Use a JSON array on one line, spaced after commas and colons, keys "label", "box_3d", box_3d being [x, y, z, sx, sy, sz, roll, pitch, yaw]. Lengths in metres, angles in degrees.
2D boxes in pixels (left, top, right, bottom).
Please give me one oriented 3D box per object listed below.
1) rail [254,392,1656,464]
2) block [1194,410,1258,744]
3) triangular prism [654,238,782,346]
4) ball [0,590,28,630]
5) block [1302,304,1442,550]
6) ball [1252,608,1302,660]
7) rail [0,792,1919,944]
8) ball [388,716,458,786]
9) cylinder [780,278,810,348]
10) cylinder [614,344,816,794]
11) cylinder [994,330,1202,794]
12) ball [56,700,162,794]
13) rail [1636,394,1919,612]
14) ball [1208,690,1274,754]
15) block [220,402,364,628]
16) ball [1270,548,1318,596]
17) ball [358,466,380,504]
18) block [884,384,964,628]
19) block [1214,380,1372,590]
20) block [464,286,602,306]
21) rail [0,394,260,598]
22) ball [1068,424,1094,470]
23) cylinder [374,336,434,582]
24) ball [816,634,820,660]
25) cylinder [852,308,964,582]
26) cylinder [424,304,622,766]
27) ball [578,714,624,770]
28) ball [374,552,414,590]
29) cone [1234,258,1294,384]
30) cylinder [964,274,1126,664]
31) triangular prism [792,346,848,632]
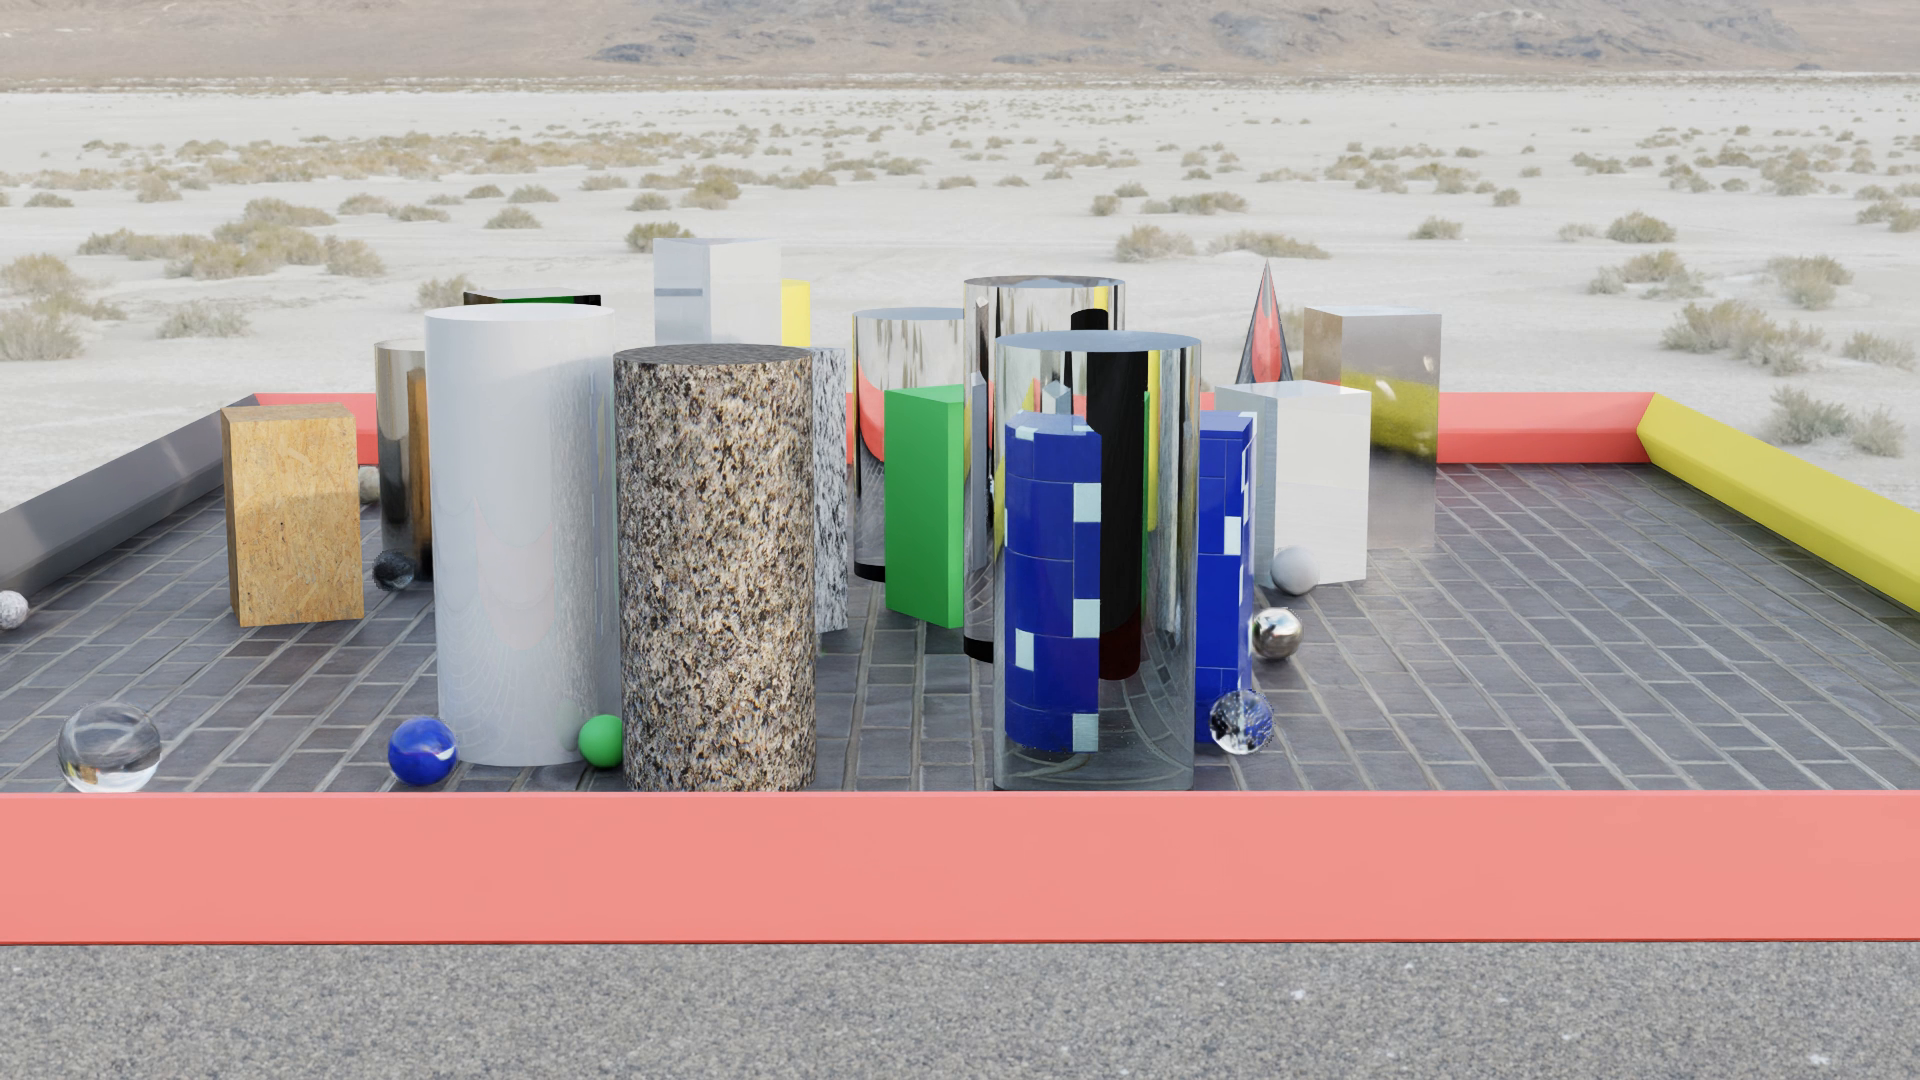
[{"label": "rail", "box_3d": [-0.008, -0.204, 4.730, 2.594, 0.130, 0.045, 0, 10, 0]}, {"label": "block", "box_3d": [0.239, 0.036, 2.850, 0.160, 0.344, 0.160, 2, 11, 12]}, {"label": "triangular prism", "box_3d": [-0.358, -0.170, 3.559, 0.150, 0.491, 0.173, 6, 12, 30]}, {"label": "ball", "box_3d": [-1.245, 0.092, 3.356, 0.051, 0.051, 0.051, 0, 10, 0]}, {"label": "block", "box_3d": [0.631, -0.177, 3.964, 0.160, 0.357, 0.160, -2, 11, -13]}, {"label": "ball", "box_3d": [0.392, 0.116, 3.183, 0.065, 0.065, 0.065, 0, 10, 0]}, {"label": "rail", "box_3d": [0.008, 0.270, 2.167, 2.594, 0.130, 0.045, 0, 10, 0]}, {"label": "ball", "box_3d": [-0.550, 0.216, 2.626, 0.071, 0.071, 0.071, 0, 10, 0]}, {"label": "cylinder", "box_3d": [-0.338, -0.219, 4.115, 0.200, 0.386, 0.200, 0, 10, 0]}, {"label": "cylinder", "box_3d": [-0.249, 0.029, 2.622, 0.200, 0.440, 0.200, 0, 10, 0]}, {"label": "cylinder", "box_3d": [0.133, 0.037, 2.513, 0.200, 0.465, 0.200, 0, 10, 0]}, {"label": "ball", "box_3d": [-0.855, 0.210, 2.579, 0.100, 0.100, 0.100, 0, 10, 0]}, {"label": "rail", "box_3d": [1.273, 0.032, 3.456, 0.045, 0.130, 2.654, 0, 10, 0]}, {"label": "ball", "box_3d": [0.301, 0.195, 2.747, 0.069, 0.069, 0.069, 0, 10, 0]}, {"label": "block", "box_3d": [-0.898, -0.037, 3.448, 0.160, 0.271, 0.160, -4, 11, -20]}, {"label": "ball", "box_3d": [0.466, 0.043, 3.574, 0.067, 0.067, 0.067, 0, 10, 0]}, {"label": "ball", "box_3d": [-0.996, -0.093, 4.318, 0.064, 0.064, 0.064, 0, 10, 0]}, {"label": "block", "box_3d": [0.009, -0.050, 3.445, 0.160, 0.298, 0.160, -7, 12, -32]}, {"label": "block", "box_3d": [0.476, -0.083, 3.697, 0.160, 0.271, 0.160, -5, 12, -27]}, {"label": "block", "box_3d": [-0.659, -0.192, 3.980, 0.160, 0.382, 0.160, -6, 12, -31]}, {"label": "rail", "box_3d": [-1.273, 0.035, 3.441, 0.045, 0.130, 2.654, 0, 10, 0]}, {"label": "ball", "box_3d": [0.239, -0.169, 4.680, 0.082, 0.082, 0.082, 0, 10, 0]}, {"label": "cylinder", "box_3d": [-0.745, -0.121, 3.736, 0.200, 0.332, 0.200, 0, 10, 0]}, {"label": "ball", "box_3d": [-0.203, 0.130, 3.102, 0.068, 0.068, 0.068, 0, 10, 0]}, {"label": "cylinder", "box_3d": [-0.055, -0.140, 3.711, 0.200, 0.376, 0.200, 0, 10, 0]}, {"label": "cylinder", "box_3d": [-0.466, -0.011, 2.757, 0.200, 0.470, 0.200, 0, 10, 0]}, {"label": "ball", "box_3d": [-0.372, 0.212, 2.690, 0.057, 0.057, 0.057, 0, 10, 0]}, {"label": "ball", "box_3d": [-0.796, 0.043, 3.606, 0.055, 0.055, 0.055, 0, 10, 0]}, {"label": "cone", "box_3d": [0.494, -0.247, 4.161, 0.200, 0.424, 0.200, 0, 10, 0]}, {"label": "cylinder", "box_3d": [0.104, -0.090, 3.200, 0.200, 0.465, 0.200, 0, 10, 0]}, {"label": "triangular prism", "box_3d": [-0.262, -0.066, 3.339, 0.173, 0.367, 0.150, -9, 14, -41]}]
